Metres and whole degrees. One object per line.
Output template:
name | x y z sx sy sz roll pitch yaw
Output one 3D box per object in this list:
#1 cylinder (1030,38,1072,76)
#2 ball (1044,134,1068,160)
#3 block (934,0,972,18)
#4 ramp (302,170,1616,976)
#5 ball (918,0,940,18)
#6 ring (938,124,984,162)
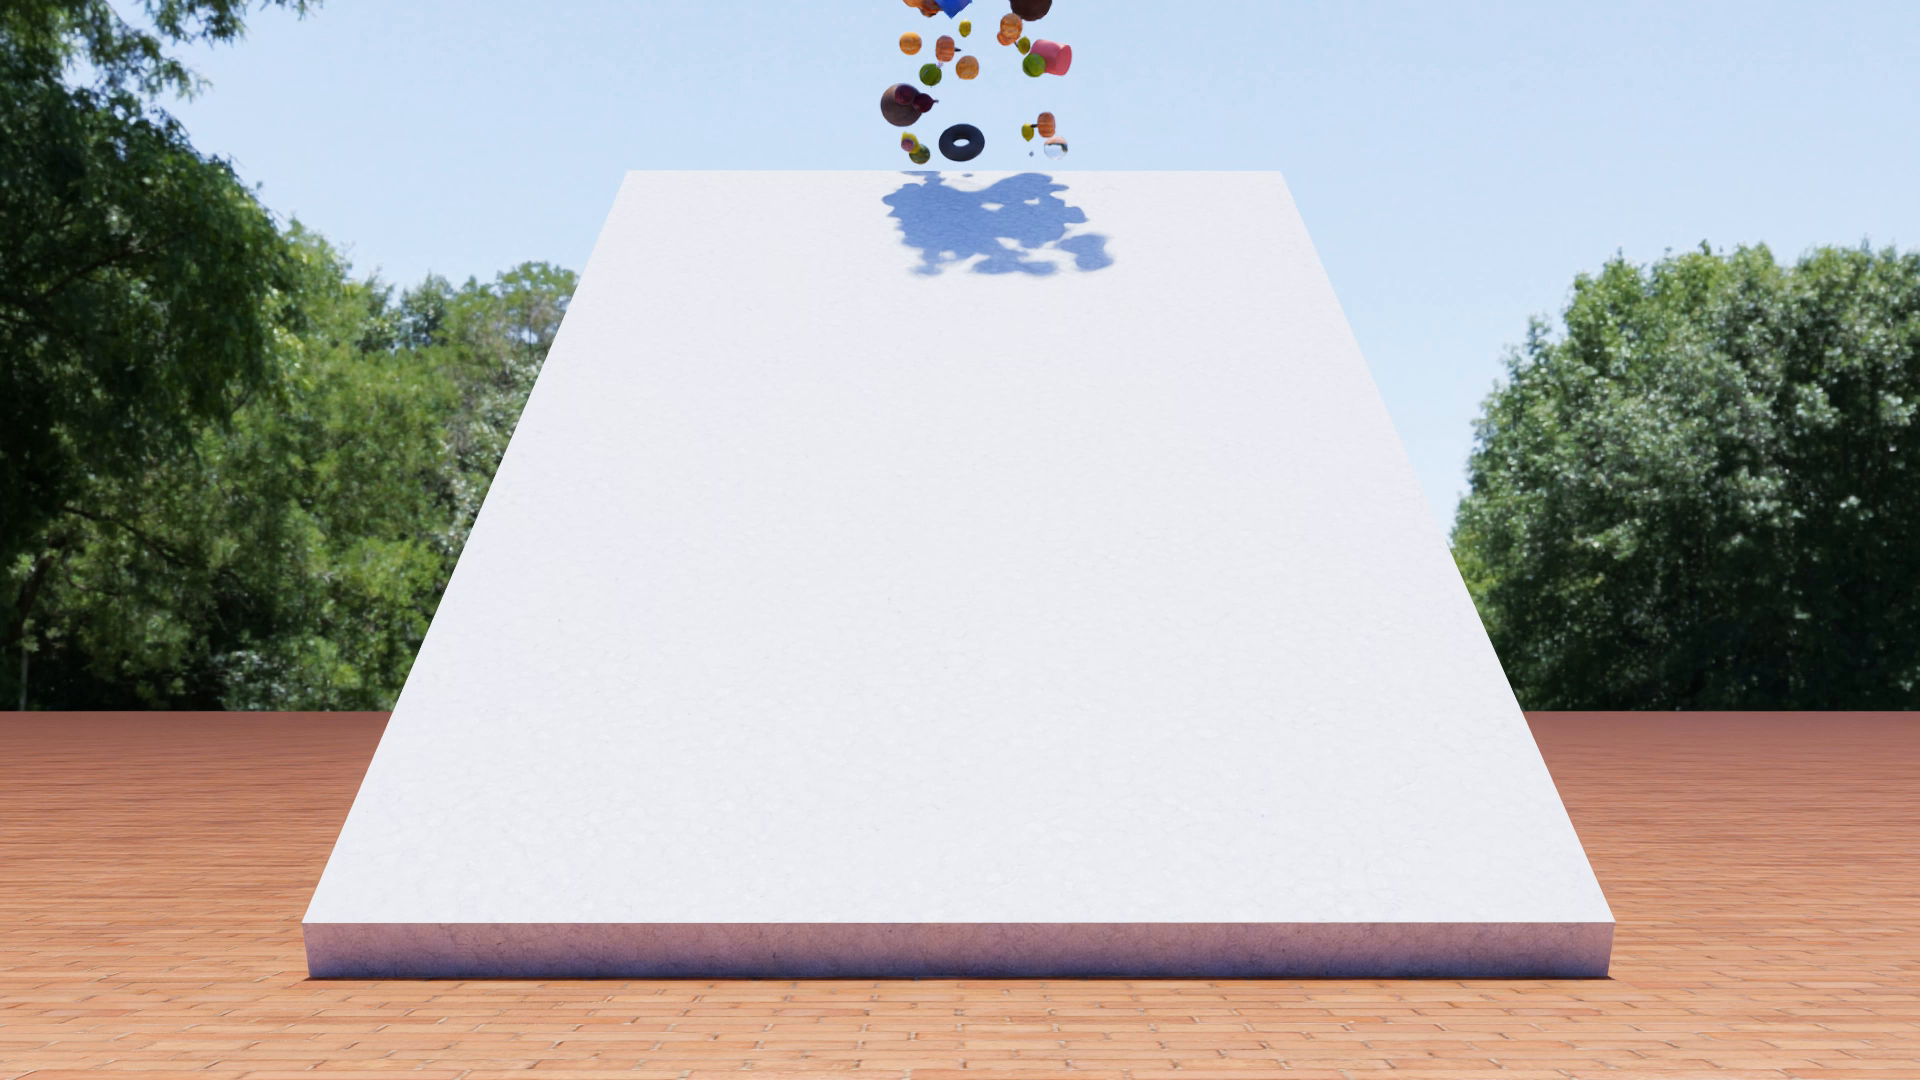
cylinder | 0.264 -1.404 6.826 0.092 0.092 0.092 19 5 27
ball | 0.288 -1.178 7.036 0.075 0.075 0.075 0 -4 0
block | -0.024 -1.581 6.798 0.084 0.084 0.084 -39 -7 -3
ramp | -0.009 -0.229 5.401 2.000 0.100 4.000 0 25 0
ball | -0.095 -1.642 7.224 0.063 0.063 0.063 0 -4 0
ring | 0.005 -1.179 6.962 0.139 0.139 0.046 0 -36 6
